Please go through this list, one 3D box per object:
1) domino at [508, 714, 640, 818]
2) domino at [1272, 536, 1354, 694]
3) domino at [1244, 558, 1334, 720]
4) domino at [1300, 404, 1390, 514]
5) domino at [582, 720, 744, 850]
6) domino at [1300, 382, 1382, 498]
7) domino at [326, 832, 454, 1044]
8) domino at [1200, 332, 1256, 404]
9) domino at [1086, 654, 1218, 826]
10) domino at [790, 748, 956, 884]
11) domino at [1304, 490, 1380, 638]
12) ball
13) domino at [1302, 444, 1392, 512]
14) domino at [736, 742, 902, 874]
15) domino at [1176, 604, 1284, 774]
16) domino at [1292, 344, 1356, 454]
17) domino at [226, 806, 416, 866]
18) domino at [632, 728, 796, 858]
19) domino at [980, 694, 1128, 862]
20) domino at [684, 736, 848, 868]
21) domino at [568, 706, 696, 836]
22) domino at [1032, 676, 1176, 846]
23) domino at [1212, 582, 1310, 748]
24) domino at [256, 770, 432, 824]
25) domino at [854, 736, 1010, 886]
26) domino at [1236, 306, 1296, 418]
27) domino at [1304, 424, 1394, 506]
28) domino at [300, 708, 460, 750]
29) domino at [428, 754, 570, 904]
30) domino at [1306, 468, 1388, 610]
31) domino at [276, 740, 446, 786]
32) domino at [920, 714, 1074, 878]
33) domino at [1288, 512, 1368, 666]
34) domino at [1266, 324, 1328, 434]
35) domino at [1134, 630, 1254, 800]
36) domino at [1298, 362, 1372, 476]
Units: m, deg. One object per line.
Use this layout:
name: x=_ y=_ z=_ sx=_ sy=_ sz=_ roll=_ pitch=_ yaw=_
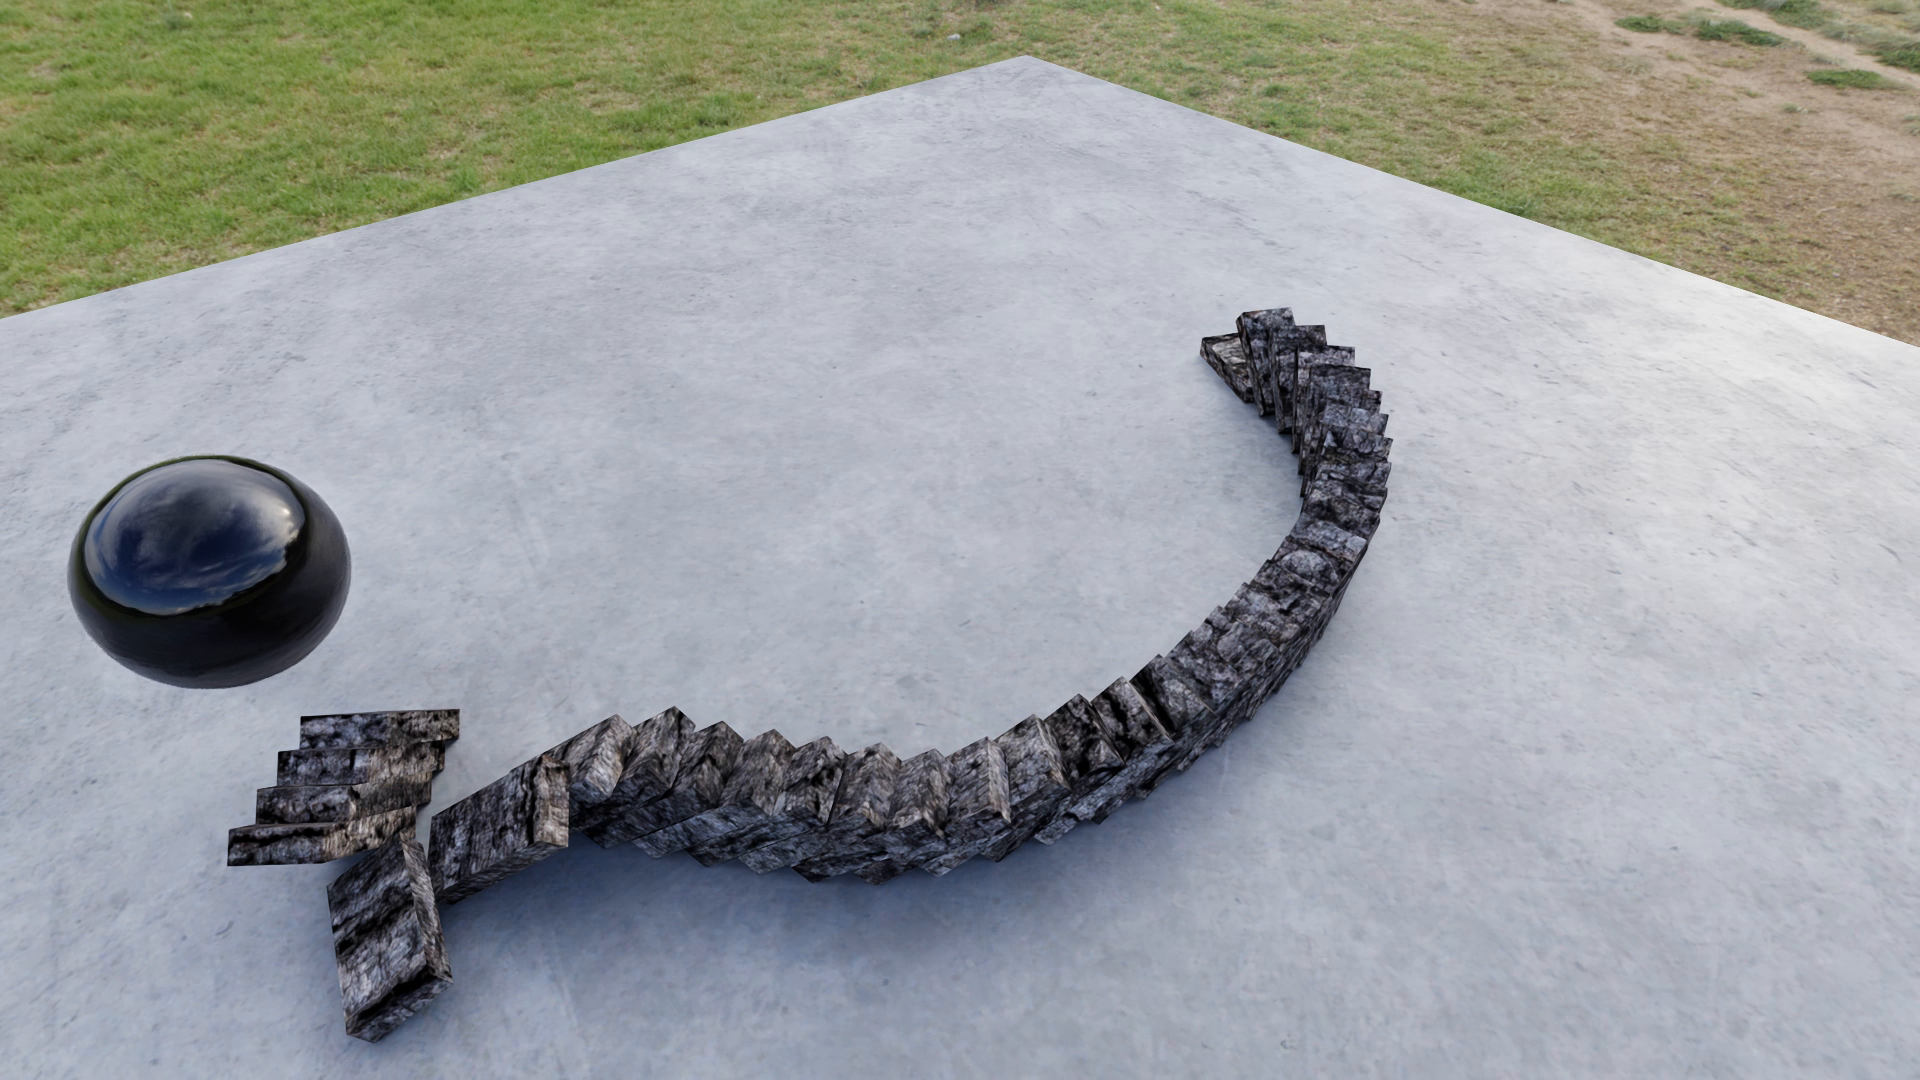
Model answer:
domino: x=-0.121 y=0.073 z=0.331 sx=0.050 sy=0.009 sz=0.025 roll=-28 pitch=29 yaw=25
domino: x=0.114 y=0.026 z=0.390 sx=0.025 sy=0.009 sz=0.050 roll=31 pitch=85 yaw=32
domino: x=0.103 y=0.034 z=0.380 sx=0.025 sy=0.010 sz=0.050 roll=34 pitch=87 yaw=34
domino: x=0.160 y=-0.030 z=0.459 sx=0.025 sy=0.010 sz=0.050 roll=14 pitch=77 yaw=16
domino: x=-0.090 y=0.074 z=0.331 sx=0.050 sy=0.010 sz=0.025 roll=-25 pitch=30 yaw=29
domino: x=0.164 y=-0.041 z=0.472 sx=0.025 sy=0.009 sz=0.050 roll=12 pitch=77 yaw=14
domino: x=-0.158 y=0.108 z=0.304 sx=0.025 sy=0.010 sz=0.050 roll=-37 pitch=47 yaw=-5
domino: x=0.143 y=-0.087 z=0.549 sx=0.025 sy=0.010 sz=0.050 roll=-10 pitch=40 yaw=-12
domino: x=0.053 y=0.062 z=0.345 sx=0.050 sy=0.009 sz=0.025 roll=-44 pitch=46 yaw=7
domino: x=-0.025 y=0.081 z=0.322 sx=0.050 sy=0.009 sz=0.025 roll=-27 pitch=31 yaw=29
domino: x=0.134 y=0.009 z=0.411 sx=0.025 sy=0.009 sz=0.050 roll=26 pitch=82 yaw=28
ball: x=-0.253 y=0.011 z=0.375 sx=0.080 sy=0.080 sz=0.080 roll=0 pitch=39 yaw=0
domino: x=0.149 y=-0.010 z=0.434 sx=0.025 sy=0.009 sz=0.050 roll=20 pitch=80 yaw=22
domino: x=-0.042 y=0.079 z=0.324 sx=0.050 sy=0.010 sz=0.025 roll=-26 pitch=30 yaw=29
domino: x=0.080 y=0.049 z=0.362 sx=0.050 sy=0.009 sz=0.025 roll=-50 pitch=52 yaw=0
domino: x=0.165 y=-0.063 z=0.499 sx=0.025 sy=0.009 sz=0.050 roll=5 pitch=76 yaw=5
domino: x=-0.180 y=0.084 z=0.314 sx=0.025 sy=0.050 sz=0.009 roll=-2 pitch=83 yaw=0
domino: x=-0.074 y=0.076 z=0.328 sx=0.050 sy=0.010 sz=0.025 roll=-26 pitch=29 yaw=29
domino: x=0.024 y=0.072 z=0.333 sx=0.050 sy=0.010 sz=0.025 roll=-39 pitch=41 yaw=12
domino: x=-0.058 y=0.078 z=0.326 sx=0.050 sy=0.009 sz=0.025 roll=-26 pitch=29 yaw=29
domino: x=-0.105 y=0.071 z=0.334 sx=0.050 sy=0.009 sz=0.025 roll=-28 pitch=29 yaw=25
domino: x=0.039 y=0.068 z=0.338 sx=0.050 sy=0.010 sz=0.025 roll=-41 pitch=43 yaw=10
domino: x=0.092 y=0.042 z=0.371 sx=0.025 sy=0.009 sz=0.050 roll=37 pitch=88 yaw=36
domino: x=-0.180 y=0.076 z=0.325 sx=0.025 sy=0.050 sz=0.009 roll=-1 pitch=83 yaw=-2
domino: x=-0.009 y=0.080 z=0.323 sx=0.050 sy=0.010 sz=0.025 roll=-31 pitch=34 yaw=23
domino: x=0.151 y=-0.085 z=0.525 sx=0.025 sy=0.009 sz=0.050 roll=-8 pitch=77 yaw=-10
domino: x=0.155 y=-0.020 z=0.446 sx=0.025 sy=0.009 sz=0.050 roll=17 pitch=78 yaw=20
domino: x=-0.180 y=0.059 z=0.345 sx=0.025 sy=0.050 sz=0.010 roll=-1 pitch=83 yaw=-2
domino: x=-0.133 y=0.083 z=0.315 sx=0.050 sy=0.010 sz=0.025 roll=-29 pitch=52 yaw=23
domino: x=0.142 y=0.000 z=0.422 sx=0.025 sy=0.009 sz=0.050 roll=23 pitch=81 yaw=25
domino: x=-0.181 y=0.067 z=0.335 sx=0.025 sy=0.050 sz=0.009 roll=-1 pitch=83 yaw=-2
domino: x=0.008 y=0.076 z=0.328 sx=0.050 sy=0.009 sz=0.025 roll=-36 pitch=38 yaw=16
domino: x=0.124 y=0.018 z=0.400 sx=0.025 sy=0.010 sz=0.050 roll=28 pitch=84 yaw=30
domino: x=0.159 y=-0.075 z=0.513 sx=0.025 sy=0.009 sz=0.050 roll=-2 pitch=76 yaw=-3
domino: x=0.067 y=0.056 z=0.353 sx=0.050 sy=0.010 sz=0.025 roll=-47 pitch=48 yaw=3
domino: x=0.165 y=-0.052 z=0.485 sx=0.025 sy=0.010 sz=0.050 roll=8 pitch=76 yaw=9
